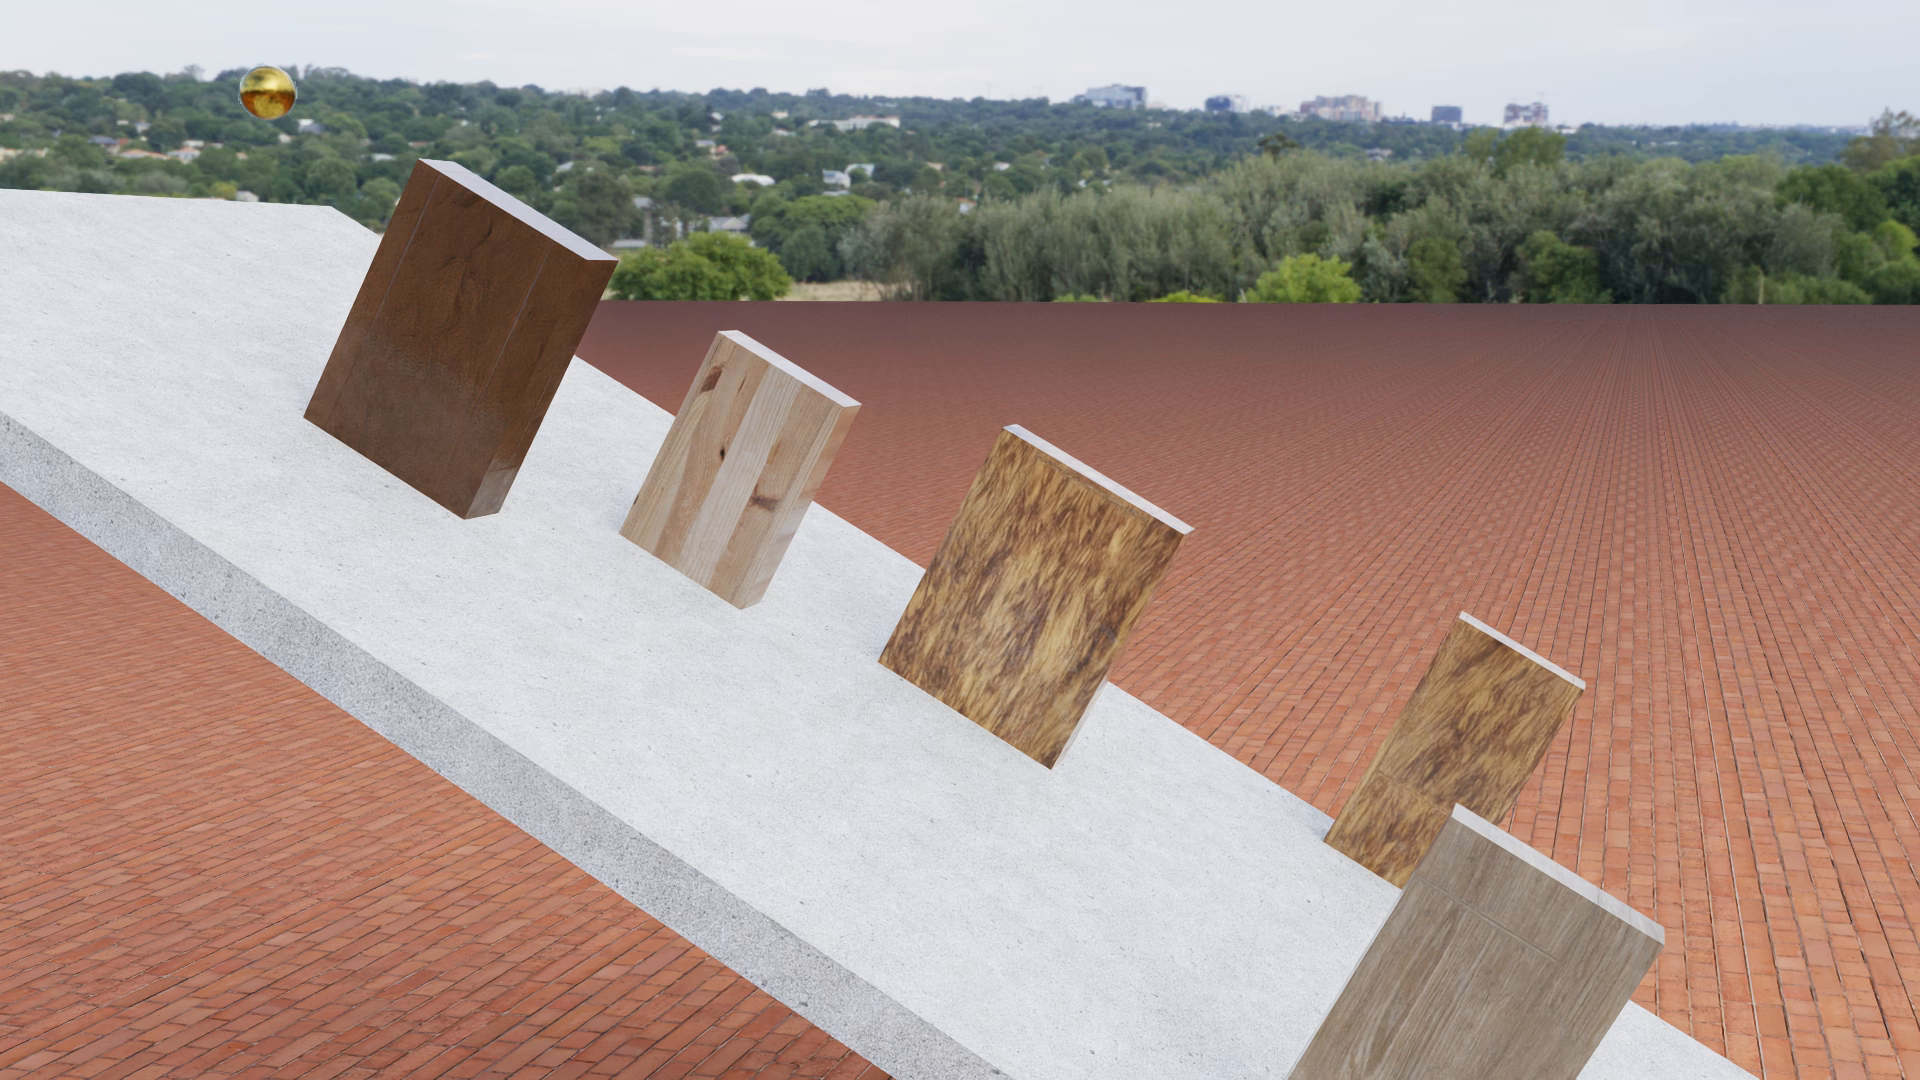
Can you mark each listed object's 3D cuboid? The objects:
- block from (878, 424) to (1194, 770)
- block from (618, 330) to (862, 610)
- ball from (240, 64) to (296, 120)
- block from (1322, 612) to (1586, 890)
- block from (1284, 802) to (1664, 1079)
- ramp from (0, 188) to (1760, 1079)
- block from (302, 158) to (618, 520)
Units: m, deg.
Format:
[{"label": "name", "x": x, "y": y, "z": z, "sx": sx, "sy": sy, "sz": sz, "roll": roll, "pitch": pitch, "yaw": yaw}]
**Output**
[{"label": "block", "x": 0.144, "y": 0.110, "z": 4.303, "sx": 0.408, "sy": 0.537, "sz": 0.101, "roll": 31, "pitch": 14, "yaw": 11}, {"label": "block", "x": -0.428, "y": -0.137, "z": 4.265, "sx": 0.292, "sy": 0.451, "sz": 0.098, "roll": 31, "pitch": 14, "yaw": 11}, {"label": "ball", "x": -1.511, "y": -0.977, "z": 4.799, "sx": 0.116, "sy": 0.116, "sz": 0.116, "roll": 0, "pitch": 7, "yaw": 0}, {"label": "block", "x": 1.045, "y": 0.473, "z": 4.662, "sx": 0.292, "sy": 0.569, "sz": 0.096, "roll": 31, "pitch": 14, "yaw": 11}, {"label": "block", "x": 0.688, "y": 0.712, "z": 3.104, "sx": 0.325, "sy": 0.595, "sz": 0.086, "roll": 31, "pitch": 14, "yaw": 11}, {"label": "ramp", "x": -0.206, "y": 0.341, "z": 4.139, "sx": 4.000, "sy": 0.100, "sz": 2.000, "roll": 31, "pitch": 14, "yaw": 11}, {"label": "block", "x": -0.910, "y": -0.364, "z": 3.994, "sx": 0.373, "sy": 0.530, "sz": 0.127, "roll": 31, "pitch": 14, "yaw": 11}]
